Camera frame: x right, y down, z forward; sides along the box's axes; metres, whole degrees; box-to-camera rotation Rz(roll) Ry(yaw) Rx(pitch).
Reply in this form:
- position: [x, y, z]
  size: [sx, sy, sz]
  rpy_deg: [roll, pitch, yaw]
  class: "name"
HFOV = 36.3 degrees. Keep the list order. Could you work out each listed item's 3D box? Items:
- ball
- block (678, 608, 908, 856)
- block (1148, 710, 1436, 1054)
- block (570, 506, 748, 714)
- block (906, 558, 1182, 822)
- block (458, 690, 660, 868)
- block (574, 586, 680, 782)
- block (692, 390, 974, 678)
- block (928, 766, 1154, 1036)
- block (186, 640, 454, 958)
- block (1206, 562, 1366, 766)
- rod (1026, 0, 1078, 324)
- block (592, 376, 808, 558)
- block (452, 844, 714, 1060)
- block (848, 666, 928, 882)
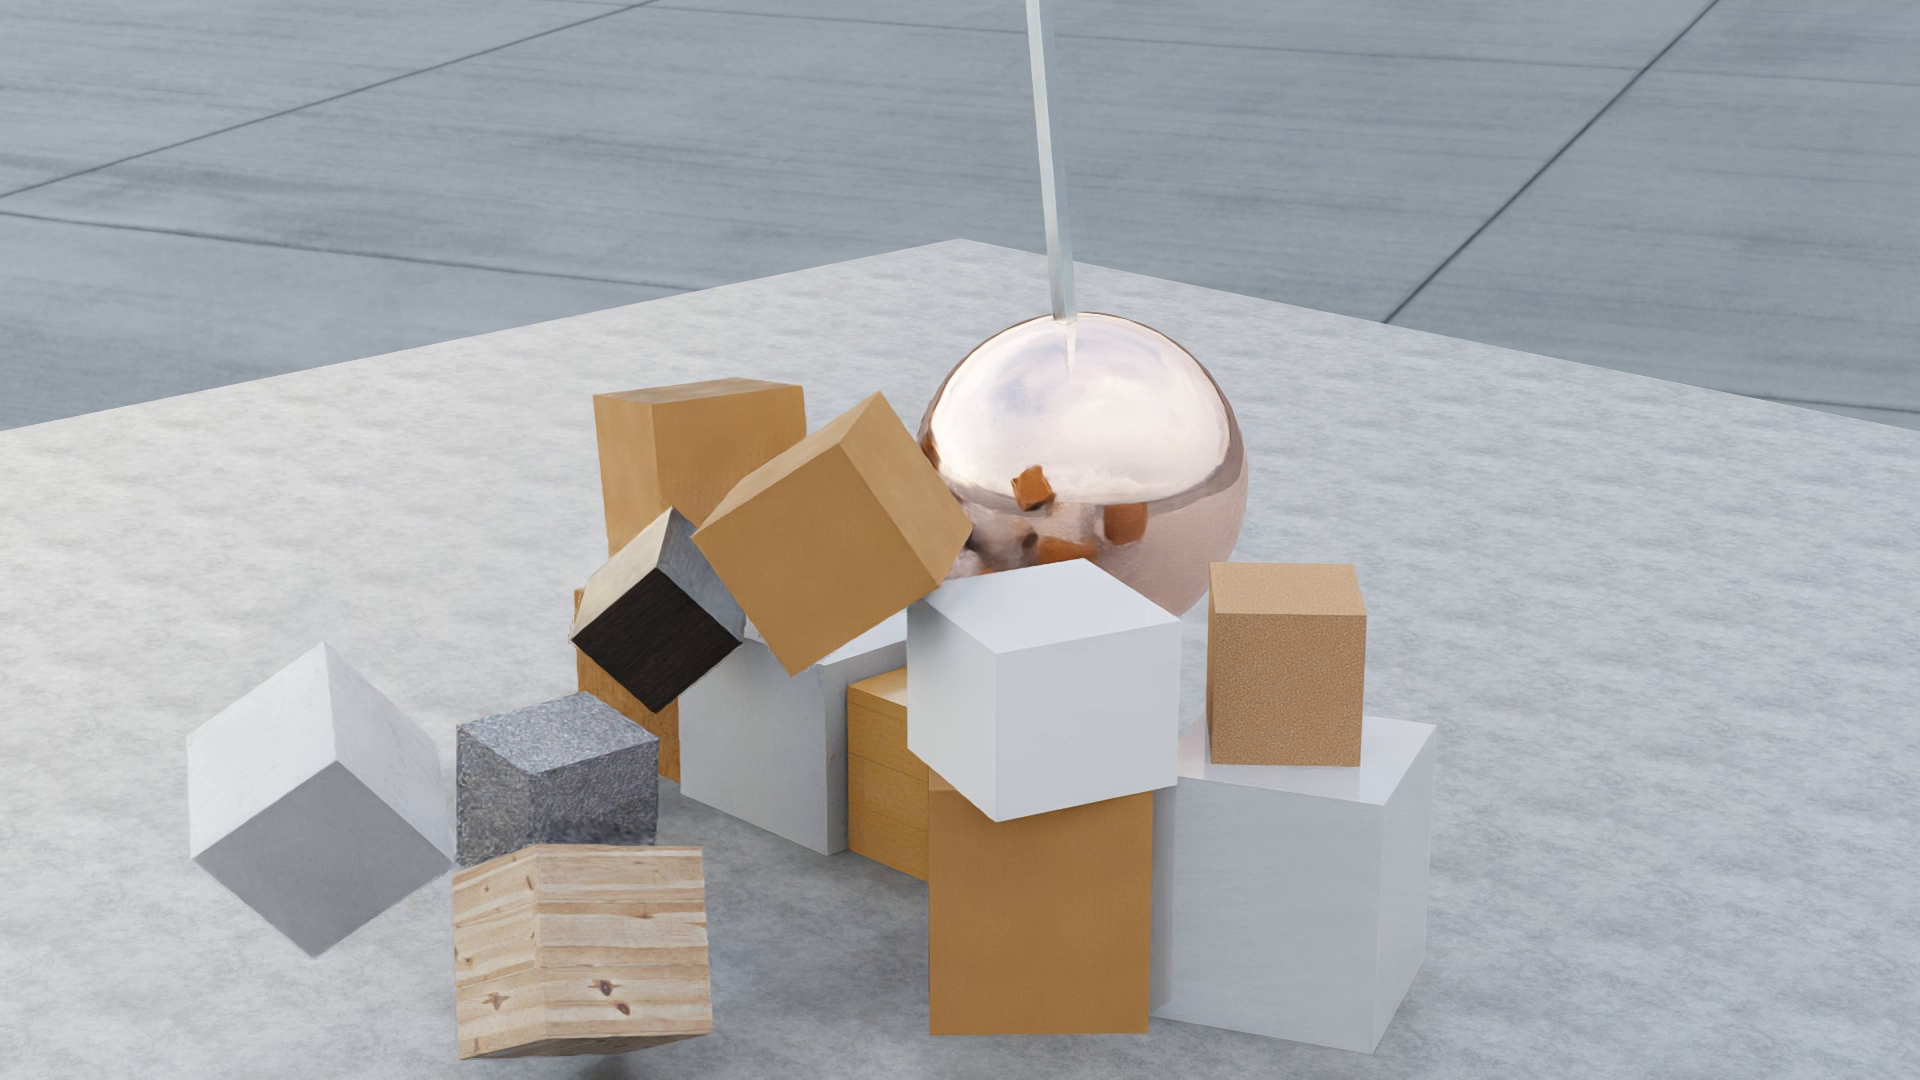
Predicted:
- position: [0.562, -0.278, 13.843]
  size: [1.600, 1.600, 1.600]
  rpy_deg: [0, 17, 0]
  class: "ball"
- position: [-0.619, 0.798, 14.234]
  size: [1.050, 0.942, 1.070]
  rpy_deg: [-16, 24, -42]
  class: "block"
- position: [1.381, 1.368, 12.195]
  size: [0.957, 1.078, 0.938]
  rpy_deg: [7, 19, 20]
  class: "block"
- position: [-1.364, 0.320, 13.505]
  size: [0.565, 0.536, 0.582]
  rpy_deg: [-39, 20, 21]
  class: "block"
- position: [0.324, 0.583, 11.716]
  size: [0.807, 0.700, 0.801]
  rpy_deg: [-9, 21, -24]
  class: "block"
- position: [-1.828, 1.185, 13.318]
  size: [0.687, 0.697, 0.600]
  rpy_deg: [-14, 28, -38]
  class: "block"
- position: [-1.313, 0.643, 14.929]
  size: [0.900, 0.822, 0.902]
  rpy_deg: [-17, 24, -42]
  class: "block"
- position: [-0.495, -0.033, 11.719]
  size: [0.728, 0.683, 0.747]
  rpy_deg: [-32, 10, 19]
  class: "block"
- position: [0.315, 1.360, 12.227]
  size: [0.890, 1.074, 0.942]
  rpy_deg: [0, 17, -1]
  class: "block"
- position: [-2.731, 1.104, 12.494]
  size: [0.754, 0.769, 0.820]
  rpy_deg: [-34, 36, 9]
  class: "block"
- position: [1.332, 0.504, 12.070]
  size: [0.600, 0.646, 0.666]
  rpy_deg: [1, 17, 3]
  class: "block"
- position: [0.243, -3.398, 12.529]
  size: [0.080, 5.200, 0.080]
  rpy_deg: [17, 32, 42]
  class: "rod"
- position: [-1.267, -0.266, 14.591]
  size: [0.783, 0.966, 0.891]
  rpy_deg: [-9, 9, -24]
  class: "block"
- position: [-1.473, 1.600, 11.372]
  size: [0.711, 0.722, 0.740]
  rpy_deg: [5, -17, -35]
  class: "block"
- position: [0.032, 1.057, 13.617]
  size: [0.767, 0.818, 0.791]
  rpy_deg: [17, 24, 42]
  class: "block"
